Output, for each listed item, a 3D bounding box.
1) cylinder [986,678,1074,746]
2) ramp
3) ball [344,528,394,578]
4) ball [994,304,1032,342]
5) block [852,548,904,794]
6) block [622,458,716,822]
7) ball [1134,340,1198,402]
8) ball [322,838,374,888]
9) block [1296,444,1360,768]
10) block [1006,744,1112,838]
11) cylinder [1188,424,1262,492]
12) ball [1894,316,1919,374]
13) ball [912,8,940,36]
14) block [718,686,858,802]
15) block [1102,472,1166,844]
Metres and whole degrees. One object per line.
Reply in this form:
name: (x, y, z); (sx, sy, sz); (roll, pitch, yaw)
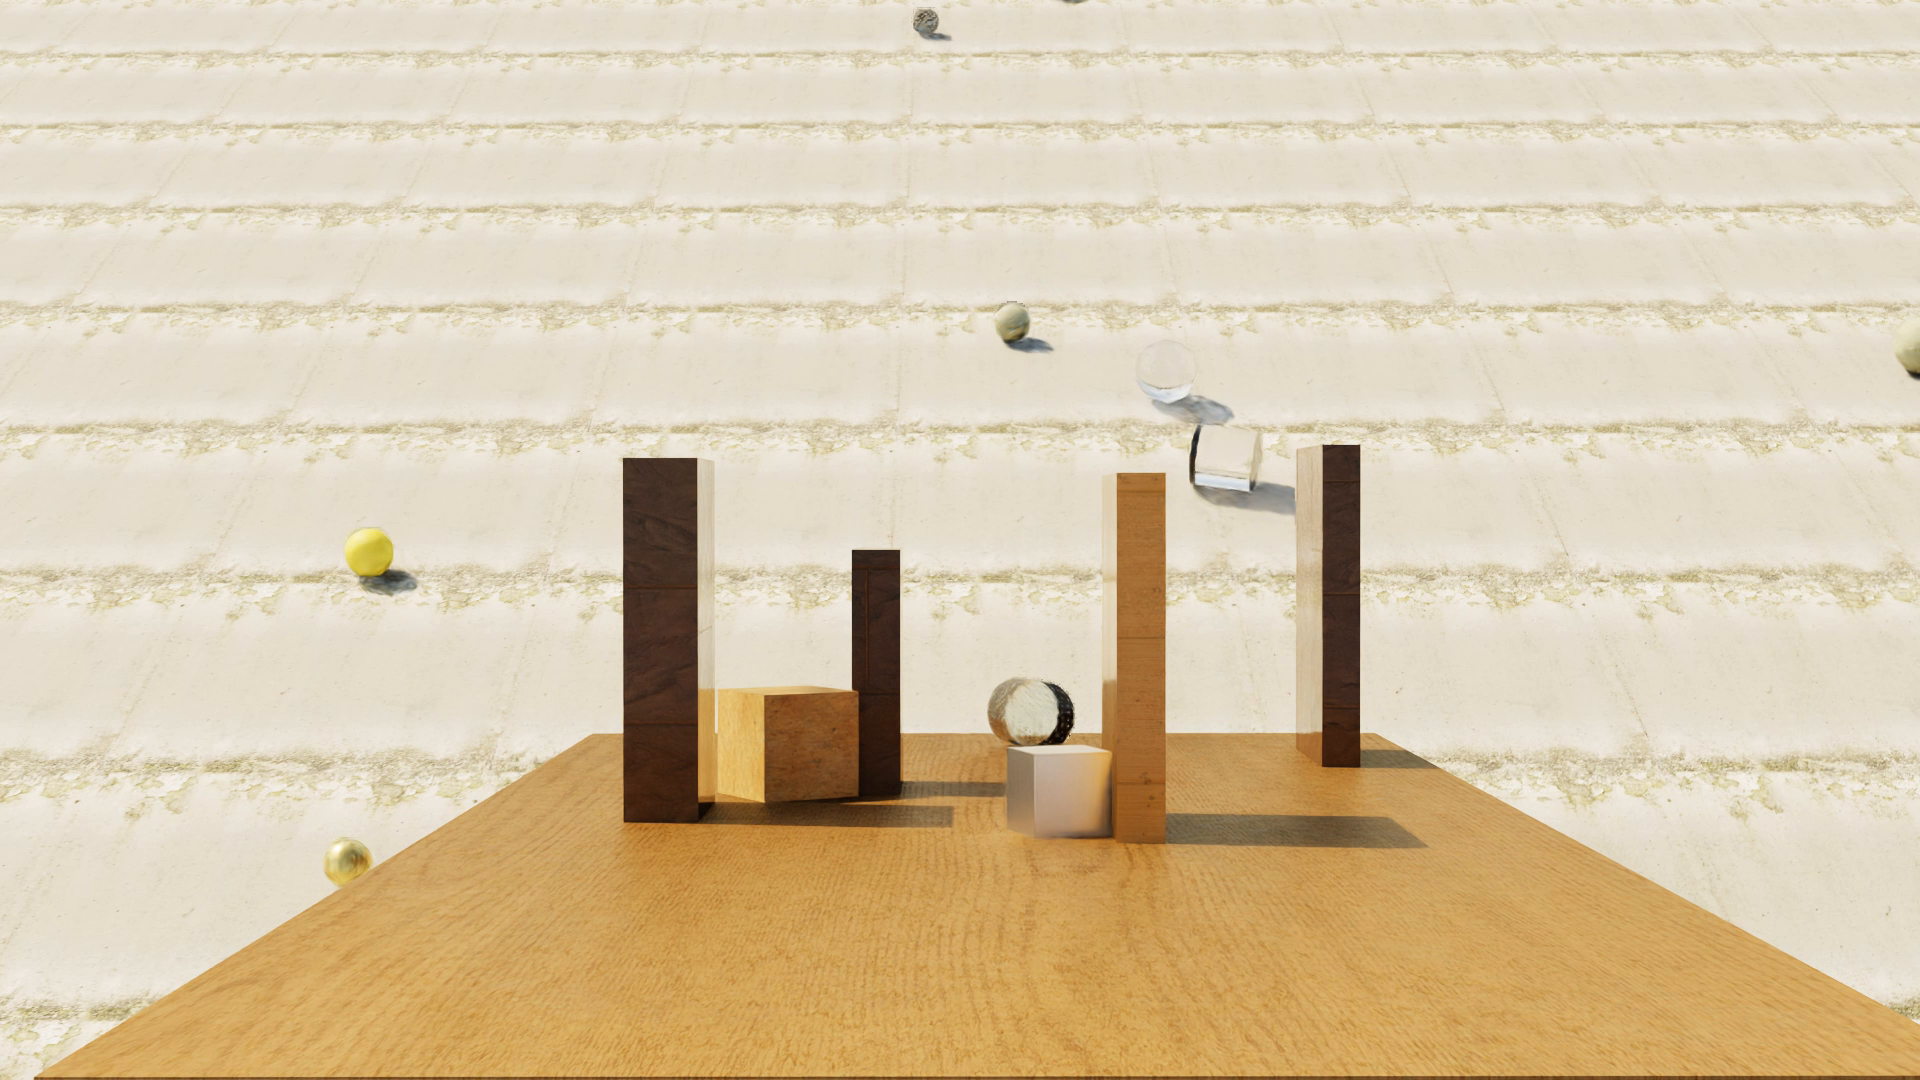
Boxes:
cylinder: (0.168, 0.416, 6.198); (0.164, 0.164, 0.164); (-10, 4, -18)
ramp: (0.063, 0.567, 4.608); (2.000, 0.100, 4.000); (0, 1, 0)
ball: (-1.715, 0.037, 7.504); (0.141, 0.141, 0.141); (0, 28, 0)
ball: (0.183, -0.757, 9.008); (0.131, 0.131, 0.131); (0, 28, 0)
block: (-0.168, 0.263, 5.309); (0.098, 0.492, 0.264); (0, 1, 0)
block: (-0.547, 0.181, 4.885); (0.137, 0.667, 0.333); (0, 1, 0)
ball: (0.683, -0.559, 8.553); (0.207, 0.207, 0.207); (0, 28, 0)
ball: (-1.458, 0.770, 6.151); (0.117, 0.117, 0.117); (0, 28, 0)
block: (0.844, 0.144, 5.942); (0.085, 0.715, 0.441); (0, 1, 0)
block: (0.175, 0.445, 4.593); (0.146, 0.146, 0.146); (0, 1, -18)
cylinder: (0.821, -0.254, 7.996); (0.190, 0.190, 0.190); (8, 29, 15)
ball: (3.267, -0.661, 8.759); (0.194, 0.194, 0.194); (0, 28, 0)
ball: (-0.162, -2.443, 12.182); (0.126, 0.126, 0.126); (0, 28, 0)
block: (-0.346, 0.406, 5.186); (0.210, 0.210, 0.210); (0, 1, -31)
block: (0.310, 0.199, 4.645); (0.084, 0.635, 0.444); (0, 1, 0)
